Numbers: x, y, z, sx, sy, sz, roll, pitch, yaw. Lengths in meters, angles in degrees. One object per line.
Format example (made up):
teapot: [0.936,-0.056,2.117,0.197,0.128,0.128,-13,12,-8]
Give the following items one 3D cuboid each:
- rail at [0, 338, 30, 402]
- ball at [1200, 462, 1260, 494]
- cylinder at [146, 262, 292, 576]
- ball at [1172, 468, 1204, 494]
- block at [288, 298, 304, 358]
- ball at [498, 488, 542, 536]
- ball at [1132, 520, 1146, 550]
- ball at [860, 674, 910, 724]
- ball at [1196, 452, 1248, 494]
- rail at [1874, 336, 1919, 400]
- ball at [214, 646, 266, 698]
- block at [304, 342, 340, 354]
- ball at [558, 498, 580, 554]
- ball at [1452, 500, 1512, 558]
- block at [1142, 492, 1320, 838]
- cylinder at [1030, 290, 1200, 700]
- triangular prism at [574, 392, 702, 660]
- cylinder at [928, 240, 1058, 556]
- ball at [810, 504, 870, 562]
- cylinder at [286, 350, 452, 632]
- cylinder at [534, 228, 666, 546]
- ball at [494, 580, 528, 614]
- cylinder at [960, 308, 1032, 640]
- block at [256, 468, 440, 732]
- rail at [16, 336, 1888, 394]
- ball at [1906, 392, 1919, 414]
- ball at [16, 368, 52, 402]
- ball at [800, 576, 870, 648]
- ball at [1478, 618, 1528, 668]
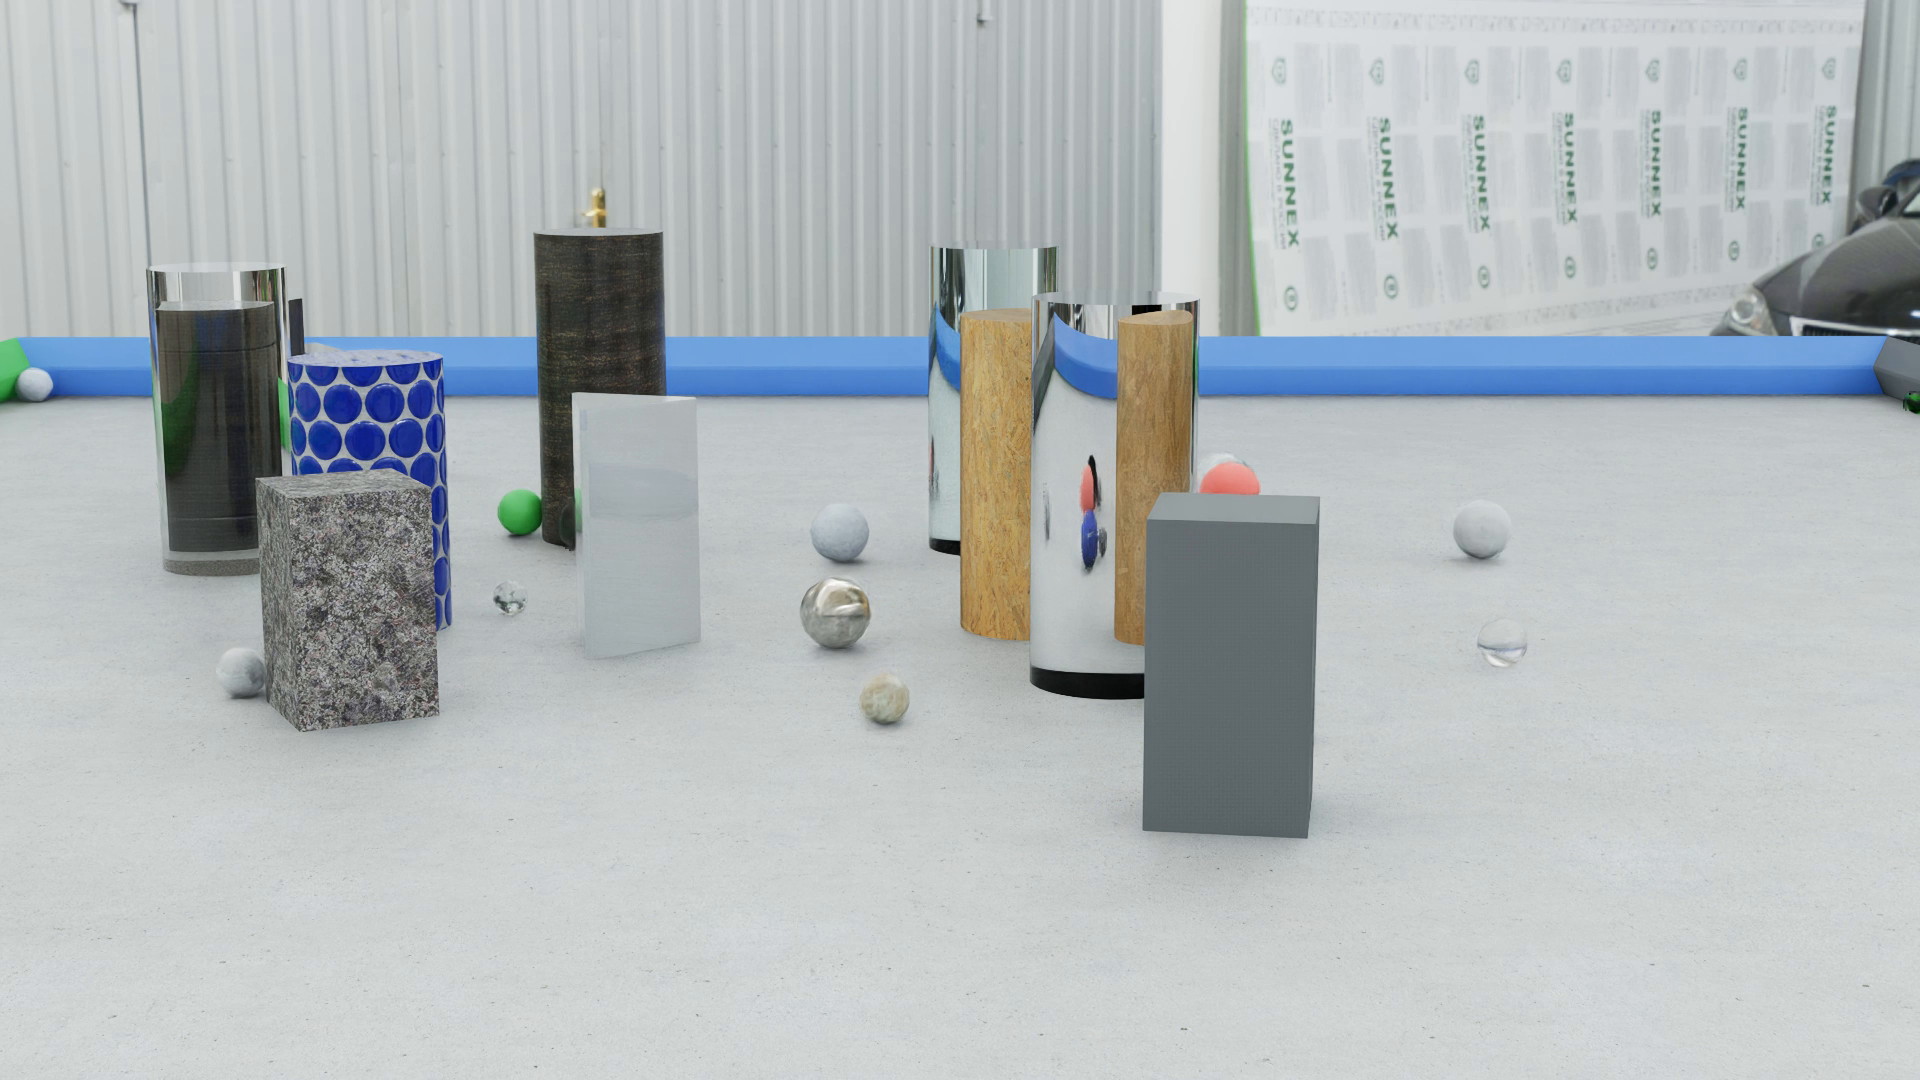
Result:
rail: [-2.063,0.035,3.437,0.045,0.128,4.639,0,10,0]
ball: [0.435,-0.077,4.133,0.097,0.097,0.097,0,10,0]
cylinder: [-1.077,-0.180,3.756,0.197,0.438,0.197,0,10,0]
ball: [0.386,-0.094,4.338,0.055,0.055,0.055,0,10,0]
block: [-1.130,-0.190,4.007,0.158,0.366,0.158,3,11,16]
ball: [-0.689,-0.044,4.022,0.073,0.073,0.073,0,10,0]
ball: [0.284,-0.009,3.903,0.047,0.047,0.047,0,10,0]
ball: [-0.084,0.177,2.874,0.056,0.056,0.056,0,10,0]
ball: [0.433,-0.096,4.235,0.099,0.099,0.099,0,10,0]
rail: [2.063,0.031,3.461,0.045,0.128,4.639,0,10,0]
ball: [-0.838,0.154,2.992,0.059,0.059,0.059,0,10,0]
block: [-1.151,-0.204,4.406,0.158,0.248,0.158,-6,12,-31]
ball: [-0.562,-0.022,3.864,0.088,0.088,0.088,0,10,0]
ball: [0.780,-0.016,3.829,0.088,0.088,0.088,0,10,0]
block: [0.266,0.118,2.508,0.158,0.305,0.158,2,11,9]
cylinder: [0.182,-0.058,3.037,0.197,0.459,0.197,0,10,0]
triangular prism: [-0.445,-0.025,3.264,0.171,0.312,0.148,-9,14,-41]
cylinder: [0.050,-0.218,3.898,0.197,0.460,0.197,0,10,0]
ball: [-0.179,-0.011,3.805,0.087,0.087,0.087,0,10,0]
cylinder: [-0.769,-0.062,3.351,0.197,0.353,0.197,0,10,0]
cylinder: [-0.553,-0.239,3.970,0.197,0.475,0.197,0,10,0]
ball: [-0.603,0.077,3.442,0.046,0.046,0.046,0,10,0]
cylinder: [0.099,-0.089,3.346,0.197,0.408,0.197,0,10,0]
block: [-0.697,0.064,2.917,0.158,0.262,0.158,-6,12,-27]
rail: [-0.013,-0.385,5.706,4.173,0.128,0.045,0,10,0]
ball: [2.025,-0.290,5.431,0.043,0.043,0.043,0,10,0]
ball: [-2.024,-0.339,5.611,0.075,0.075,0.075,0,10,0]
ball: [-0.158,0.092,3.241,0.090,0.090,0.090,0,10,0]
ball: [0.664,0.125,3.140,0.061,0.061,0.061,0,10,0]
